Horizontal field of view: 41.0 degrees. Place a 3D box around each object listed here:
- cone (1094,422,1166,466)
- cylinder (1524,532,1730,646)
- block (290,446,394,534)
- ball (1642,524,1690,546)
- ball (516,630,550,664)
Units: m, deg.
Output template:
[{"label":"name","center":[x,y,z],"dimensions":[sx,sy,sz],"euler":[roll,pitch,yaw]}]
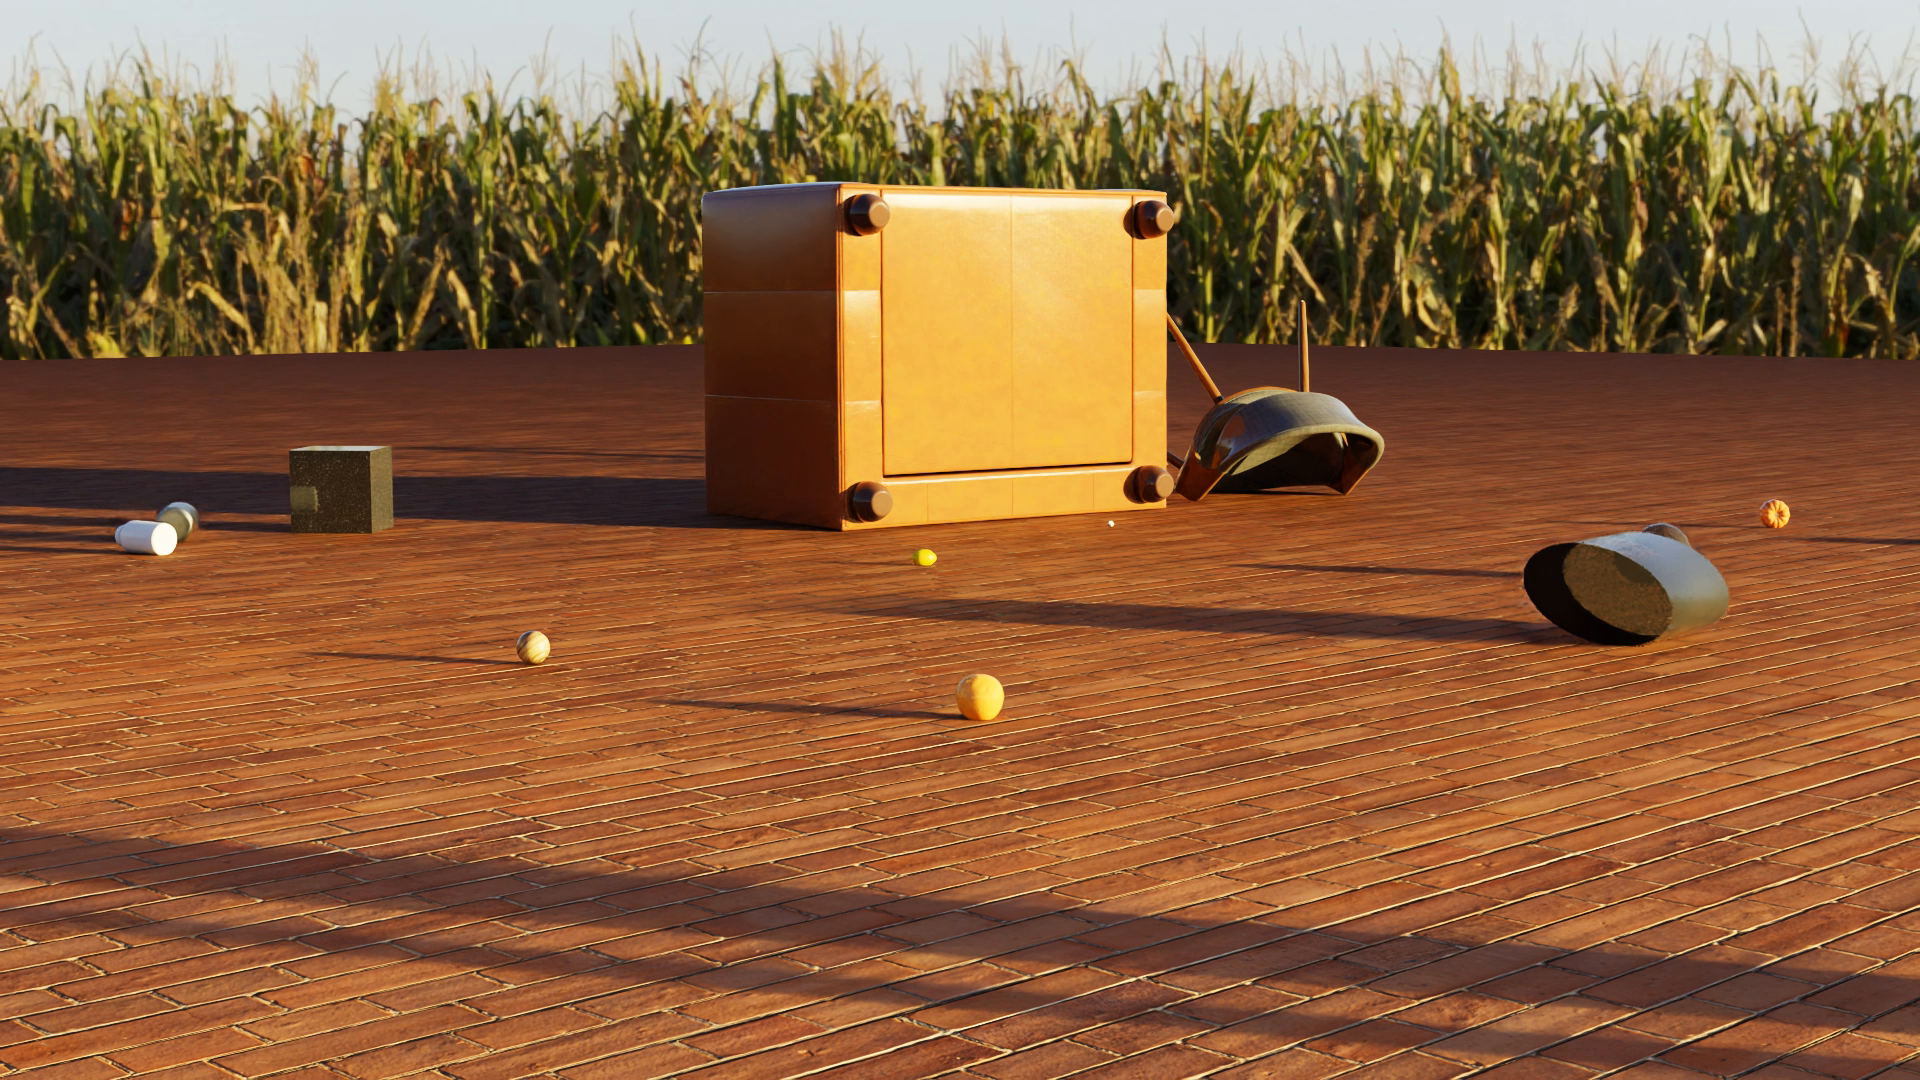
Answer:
[{"label":"cone","center":[0.611,-0.299,8.944],"dimensions":[0.249,0.153,0.228],"euler":[17,20,-9]},{"label":"cylinder","center":[1.219,0.087,4.691],"dimensions":[0.291,0.171,0.261],"euler":[21,18,35]},{"label":"block","center":[-1.603,-0.132,6.656],"dimensions":[0.212,0.213,0.181],"euler":[0,6,5]},{"label":"ball","center":[1.523,0.025,5.570],"dimensions":[0.123,0.123,0.123],"euler":[0,6,0]},{"label":"ball","center":[-0.726,0.183,4.361],"dimensions":[0.057,0.057,0.057],"euler":[0,6,0]}]
